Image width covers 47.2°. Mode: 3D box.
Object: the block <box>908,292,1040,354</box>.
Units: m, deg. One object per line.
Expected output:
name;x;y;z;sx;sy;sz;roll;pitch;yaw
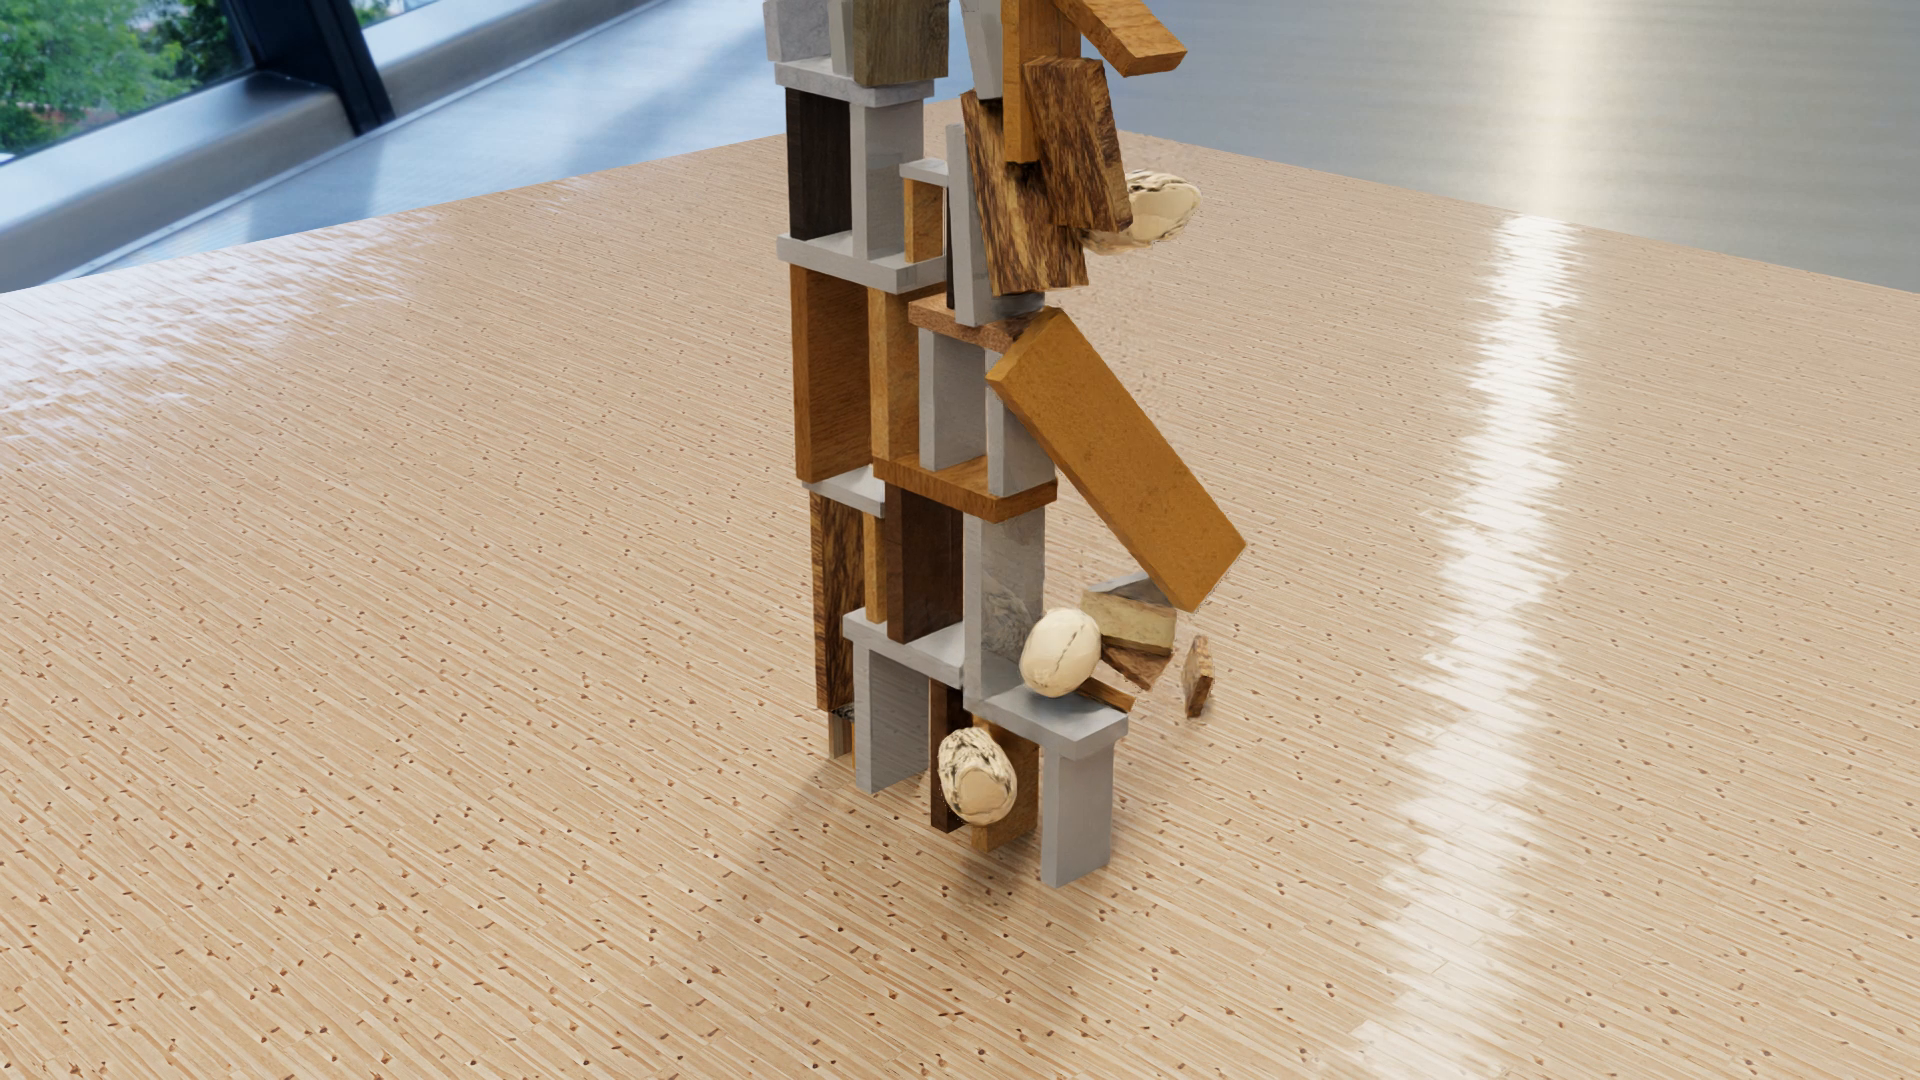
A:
block;0.049;-0.399;4.004;0.138;0.039;0.275;-20;30;-39

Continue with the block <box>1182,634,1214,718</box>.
block;0.530;0.302;4.912;0.029;0.102;0.204;15;23;-4

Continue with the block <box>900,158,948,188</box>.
block;-0.026;-0.661;3.969;0.078;0.022;0.157;-22;31;-40

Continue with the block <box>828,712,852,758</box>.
block;-0.253;0.405;4.667;0.054;0.109;0.015;-21;30;-40

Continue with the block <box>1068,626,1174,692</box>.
block;0.312;0.204;4.259;0.187;0.027;0.094;36;52;6

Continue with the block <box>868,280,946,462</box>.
block;-0.093;-0.333;4.177;0.167;0.335;0.047;-22;31;-40

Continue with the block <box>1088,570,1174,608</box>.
block;0.359;0.107;4.357;0.187;0.094;0.027;-17;39;9

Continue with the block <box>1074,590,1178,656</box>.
block;0.321;0.159;4.240;0.187;0.027;0.094;12;55;-1

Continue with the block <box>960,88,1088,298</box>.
block;0.112;-0.605;3.805;0.176;0.352;0.050;-10;1;-36

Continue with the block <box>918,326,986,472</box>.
block;-0.013;-0.278;4.123;0.138;0.275;0.039;-21;31;-40

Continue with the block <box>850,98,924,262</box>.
block;-0.133;-0.671;4.055;0.144;0.287;0.041;-21;31;-39

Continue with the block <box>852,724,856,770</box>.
block;-0.201;0.425;4.619;0.015;0.109;0.054;22;31;40

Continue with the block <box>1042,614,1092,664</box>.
block;0.219;0.198;4.418;0.102;0.204;0.029;-1;67;-2

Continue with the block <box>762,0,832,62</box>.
block;-0.305;-1.047;4.110;0.142;0.284;0.040;-21;25;-40

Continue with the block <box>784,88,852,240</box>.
block;-0.260;-0.726;4.185;0.144;0.287;0.041;-22;31;-40

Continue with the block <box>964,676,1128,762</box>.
block;0.161;0.328;4.183;0.147;0.042;0.293;-21;31;-40

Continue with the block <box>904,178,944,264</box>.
block;-0.067;-0.593;4.040;0.022;0.157;0.078;21;31;39

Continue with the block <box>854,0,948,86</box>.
block;-0.104;-0.984;3.885;0.167;0.340;0.047;-13;28;-27

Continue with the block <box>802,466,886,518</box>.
block;-0.195;-0.106;4.394;0.234;0.033;0.117;21;31;41

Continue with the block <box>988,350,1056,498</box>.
block;0.113;-0.227;4.001;0.138;0.275;0.039;-21;30;-40

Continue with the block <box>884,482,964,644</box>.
block;-0.068;0.024;4.308;0.165;0.330;0.047;-21;30;-40

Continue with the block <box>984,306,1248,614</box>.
block;0.294;-0.138;4.009;0.176;0.642;0.050;-50;32;-14

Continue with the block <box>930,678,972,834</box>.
block;0.017;0.403;4.385;0.167;0.333;0.047;-21;31;-41

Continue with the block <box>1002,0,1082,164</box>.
block;0.139;-0.794;3.721;0.145;0.290;0.041;-18;25;-39

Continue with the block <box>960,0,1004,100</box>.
block;0.077;-0.928;3.716;0.167;0.334;0.047;-22;18;-36

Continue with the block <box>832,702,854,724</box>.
block;-0.228;0.358;4.619;0.054;0.015;0.109;-21;31;-40

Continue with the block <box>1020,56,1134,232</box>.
block;0.197;-0.663;3.683;0.145;0.290;0.041;14;40;41

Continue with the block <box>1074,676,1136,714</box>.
block;0.278;0.302;4.249;0.102;0.029;0.204;25;-7;1

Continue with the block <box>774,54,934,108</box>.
block;-0.196;-0.850;4.058;0.144;0.041;0.287;-20;30;-38

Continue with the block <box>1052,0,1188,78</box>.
block;0.230;-0.879;3.609;0.145;0.041;0.290;-20;64;-46

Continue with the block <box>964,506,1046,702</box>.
block;0.084;0.106;4.171;0.165;0.376;0.047;-20;30;-39

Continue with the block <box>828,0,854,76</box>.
block;-0.174;-0.996;3.982;0.142;0.284;0.040;-20;25;-38

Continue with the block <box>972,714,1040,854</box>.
block;0.090;0.454;4.316;0.042;0.293;0.147;22;31;40

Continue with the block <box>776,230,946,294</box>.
block;-0.175;-0.540;4.175;0.167;0.047;0.335;-22;31;-40

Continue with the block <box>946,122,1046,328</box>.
block;0.066;-0.571;3.905;0.176;0.352;0.050;-20;26;-38

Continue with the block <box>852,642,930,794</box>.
block;-0.140;0.342;4.529;0.047;0.333;0.166;21;31;41

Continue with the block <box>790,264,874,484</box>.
block;-0.251;-0.345;4.347;0.047;0.445;0.167;21;31;41

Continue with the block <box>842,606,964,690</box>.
block;-0.061;0.197;4.383;0.167;0.047;0.333;-21;31;-40

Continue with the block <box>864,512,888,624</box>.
block;-0.136;0.040;4.393;0.117;0.234;0.033;-21;31;-41

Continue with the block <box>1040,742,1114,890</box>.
block;0.224;0.506;4.192;0.147;0.293;0.042;-19;30;-38

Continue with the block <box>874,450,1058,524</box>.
block;0.008;-0.119;4.162;0.165;0.047;0.330;-21;31;-40

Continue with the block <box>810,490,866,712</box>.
block;-0.249;0.114;4.546;0.033;0.490;0.117;21;31;41

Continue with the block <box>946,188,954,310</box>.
block;0.012;-0.534;3.984;0.078;0.224;0.022;-20;31;-38
